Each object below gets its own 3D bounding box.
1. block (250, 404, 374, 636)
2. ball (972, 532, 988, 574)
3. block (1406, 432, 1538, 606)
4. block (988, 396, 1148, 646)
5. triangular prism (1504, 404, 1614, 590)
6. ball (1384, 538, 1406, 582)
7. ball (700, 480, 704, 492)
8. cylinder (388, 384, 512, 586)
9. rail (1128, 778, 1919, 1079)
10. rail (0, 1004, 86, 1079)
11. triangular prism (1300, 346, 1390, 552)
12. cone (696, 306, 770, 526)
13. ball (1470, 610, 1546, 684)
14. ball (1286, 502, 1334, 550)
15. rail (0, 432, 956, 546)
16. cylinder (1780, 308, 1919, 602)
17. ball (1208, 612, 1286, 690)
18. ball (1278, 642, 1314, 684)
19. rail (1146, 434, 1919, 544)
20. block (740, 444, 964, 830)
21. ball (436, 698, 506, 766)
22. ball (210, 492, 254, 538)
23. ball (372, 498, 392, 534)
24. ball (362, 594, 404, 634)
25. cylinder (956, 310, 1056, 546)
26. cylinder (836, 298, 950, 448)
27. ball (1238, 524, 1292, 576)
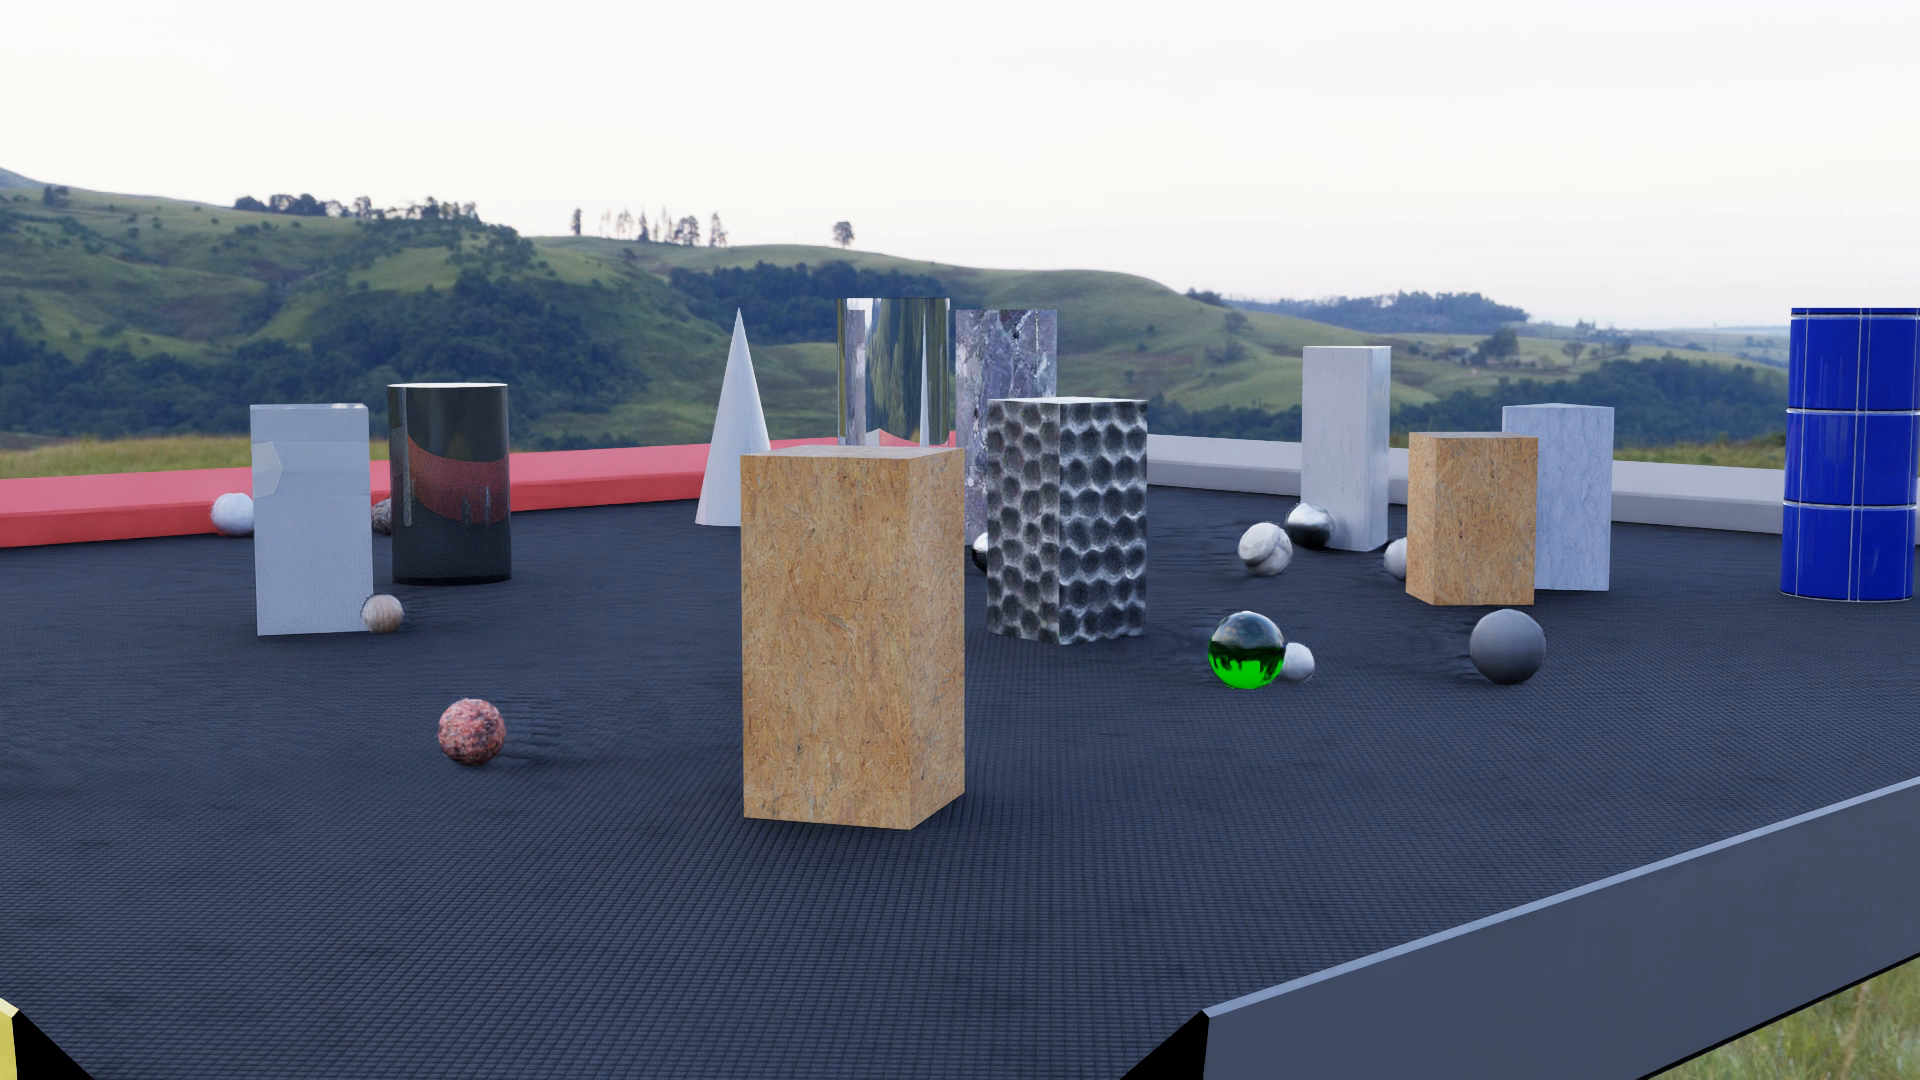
[{"bbox_3d":[-0.911,-0.033,3.089,0.154,0.309,0.154,-2,6,-18],"label":"block"},{"bbox_3d":[0.055,0.021,3.706,0.072,0.072,0.072,0,6,0],"label":"ball"},{"bbox_3d":[0.785,-0.036,3.381,0.154,0.253,0.154,0,6,-4],"label":"block"},{"bbox_3d":[0.146,-0.031,3.011,0.154,0.321,0.154,-5,8,-37],"label":"block"},{"bbox_3d":[0.962,-0.073,3.564,0.167,0.290,0.145,1,6,13],"label":"triangular prism"},{"bbox_3d":[0.731,0.032,3.604,0.071,0.071,0.071,0,6,0],"label":"ball"},{"bbox_3d":[-0.536,-0.107,4.881,0.083,0.083,0.083,0,6,0],"label":"ball"},{"bbox_3d":[-0.840,-0.095,3.622,0.193,0.320,0.193,0,6,0],"label":"cylinder"},{"bbox_3d":[1.202,0.169,2.037,3.806,0.125,0.045,-6,8,-42],"label":"rail"},{"bbox_3d":[-1.381,0.166,2.065,0.045,0.125,3.591,-6,8,-42],"label":"rail"},{"bbox_3d":[0.755,-0.176,4.138,0.145,0.374,0.167,-5,8,-37],"label":"triangular prism"},{"bbox_3d":[-0.460,-0.263,4.598,0.193,0.450,0.193,0,6,0],"label":"cone"},{"bbox_3d":[0.652,0.127,2.615,0.089,0.089,0.089,0,6,0],"label":"ball"},{"bbox_3d":[0.651,-0.026,4.089,0.086,0.086,0.086,0,6,0],"label":"ball"},{"bbox_3d":[-1.202,-0.103,4.627,3.806,0.125,0.045,-6,8,-42],"label":"rail"},{"bbox_3d":[1.388,-0.137,3.423,0.193,0.447,0.193,0,6,0],"label":"cylinder"},{"bbox_3d":[0.337,0.130,2.580,0.091,0.091,0.091,0,6,0],"label":"ball"},{"bbox_3d":[0.399,0.147,2.625,0.048,0.048,0.048,0,6,0],"label":"ball"},{"bbox_3d":[1.381,-0.101,4.599,0.045,0.125,3.591,-6,8,-42],"label":"rail"},{"bbox_3d":[-0.093,0.080,1.966,0.154,0.319,0.154,2,6,18],"label":"block"},{"bbox_3d":[-0.478,0.188,2.152,0.066,0.066,0.066,0,6,0],"label":"ball"},{"bbox_3d":[-1.419,-0.050,4.300,0.089,0.089,0.089,0,6,0],"label":"ball"},{"bbox_3d":[-1.126,-0.047,4.351,0.072,0.072,0.072,0,6,0],"label":"ball"},{"bbox_3d":[-0.794,0.102,3.028,0.054,0.054,0.054,0,6,0],"label":"ball"},{"bbox_3d":[0.088,-0.217,4.196,0.193,0.443,0.193,0,6,0],"label":"cylinder"},{"bbox_3d":[-0.114,-0.184,3.787,0.193,0.462,0.193,0,6,0],"label":"cylinder"},{"bbox_3d":[0.511,0.016,3.681,0.088,0.088,0.088,0,6,0],"label":"ball"}]
